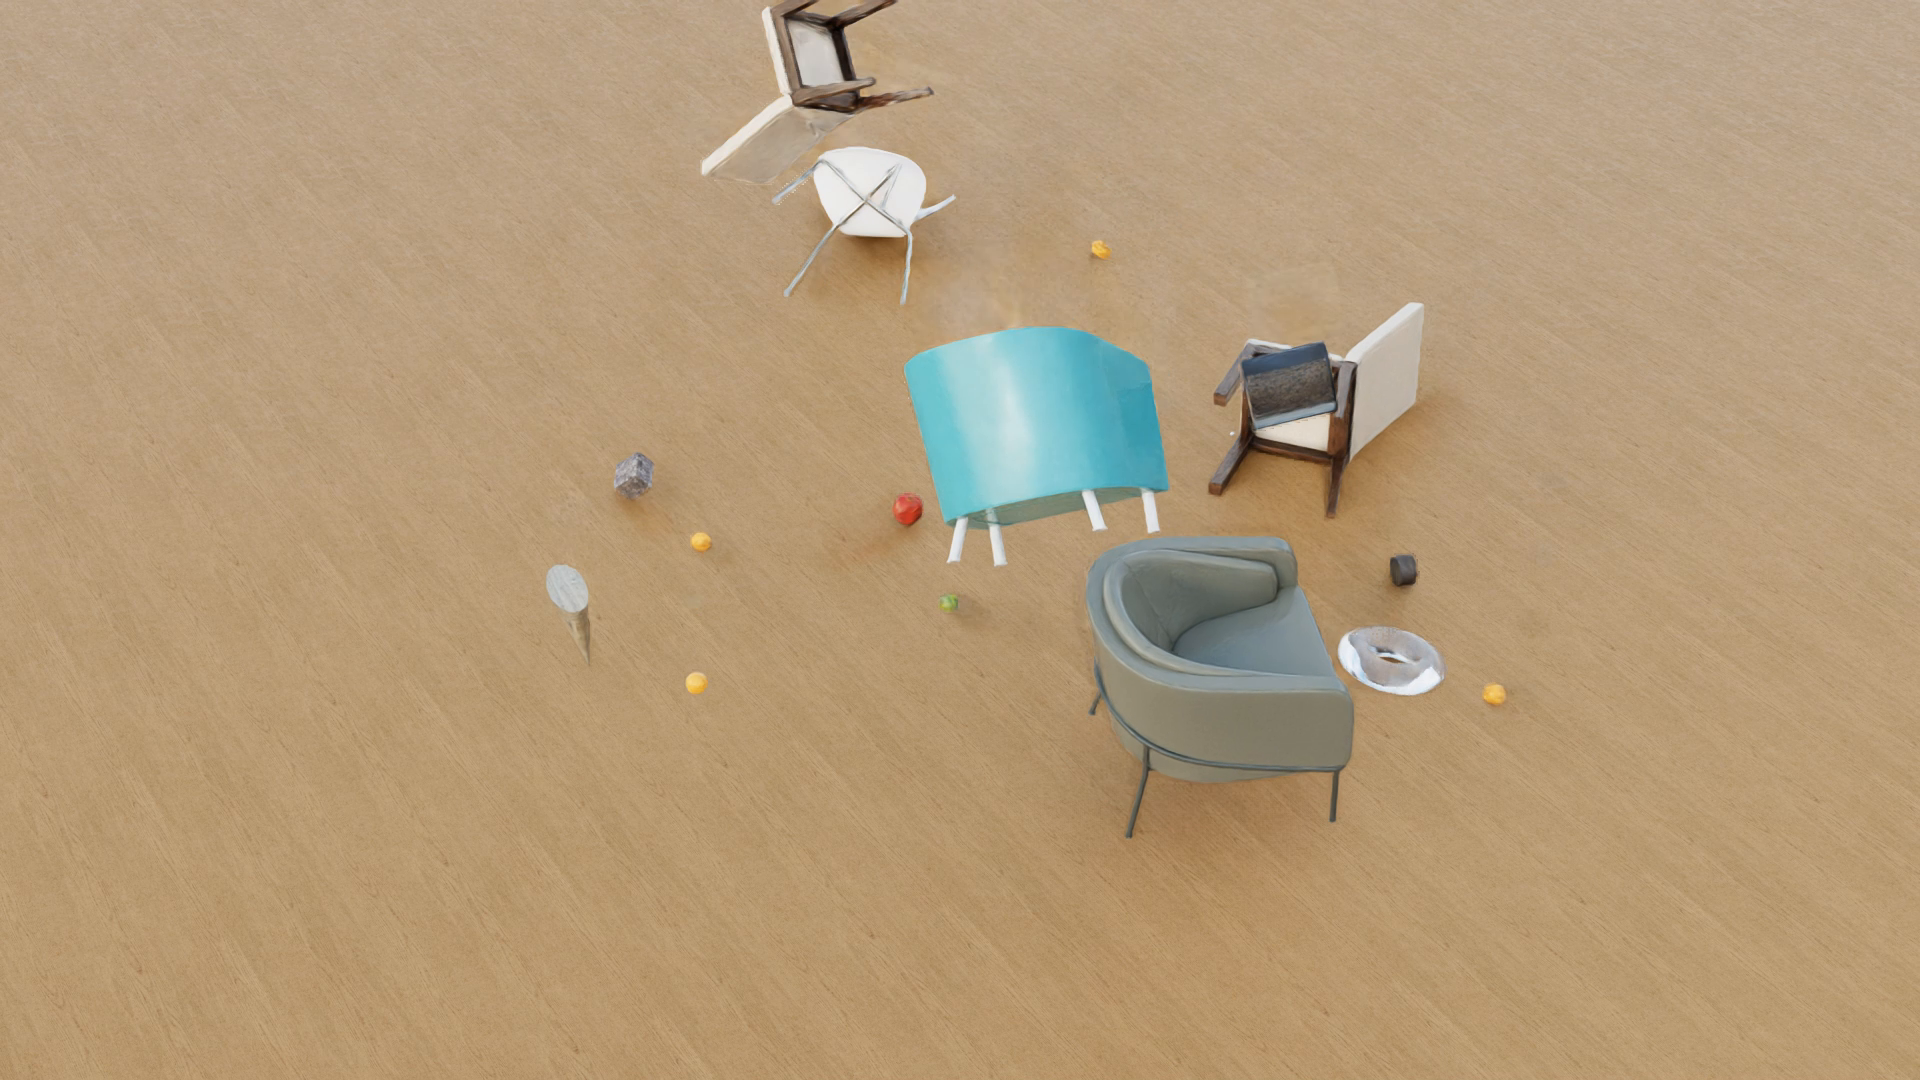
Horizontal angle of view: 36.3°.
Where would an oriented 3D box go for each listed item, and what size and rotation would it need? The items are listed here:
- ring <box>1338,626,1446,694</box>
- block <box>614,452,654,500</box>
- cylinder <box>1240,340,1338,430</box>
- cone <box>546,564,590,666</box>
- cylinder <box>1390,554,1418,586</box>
[{"bbox_3d":[1.502,0.417,10.207,0.348,0.099,0.394,-20,38,-38],"label":"ring"},{"bbox_3d":[-1.241,-0.243,11.162,0.118,0.085,0.124,-30,39,29],"label":"block"},{"bbox_3d":[1.198,-0.563,10.678,0.308,0.289,0.191,-13,37,4],"label":"cylinder"},{"bbox_3d":[-1.321,0.307,10.164,0.131,0.351,0.315,-19,35,-12],"label":"cone"},{"bbox_3d":[1.610,0.110,10.648,0.063,0.111,0.113,-8,61,-12],"label":"cylinder"}]
